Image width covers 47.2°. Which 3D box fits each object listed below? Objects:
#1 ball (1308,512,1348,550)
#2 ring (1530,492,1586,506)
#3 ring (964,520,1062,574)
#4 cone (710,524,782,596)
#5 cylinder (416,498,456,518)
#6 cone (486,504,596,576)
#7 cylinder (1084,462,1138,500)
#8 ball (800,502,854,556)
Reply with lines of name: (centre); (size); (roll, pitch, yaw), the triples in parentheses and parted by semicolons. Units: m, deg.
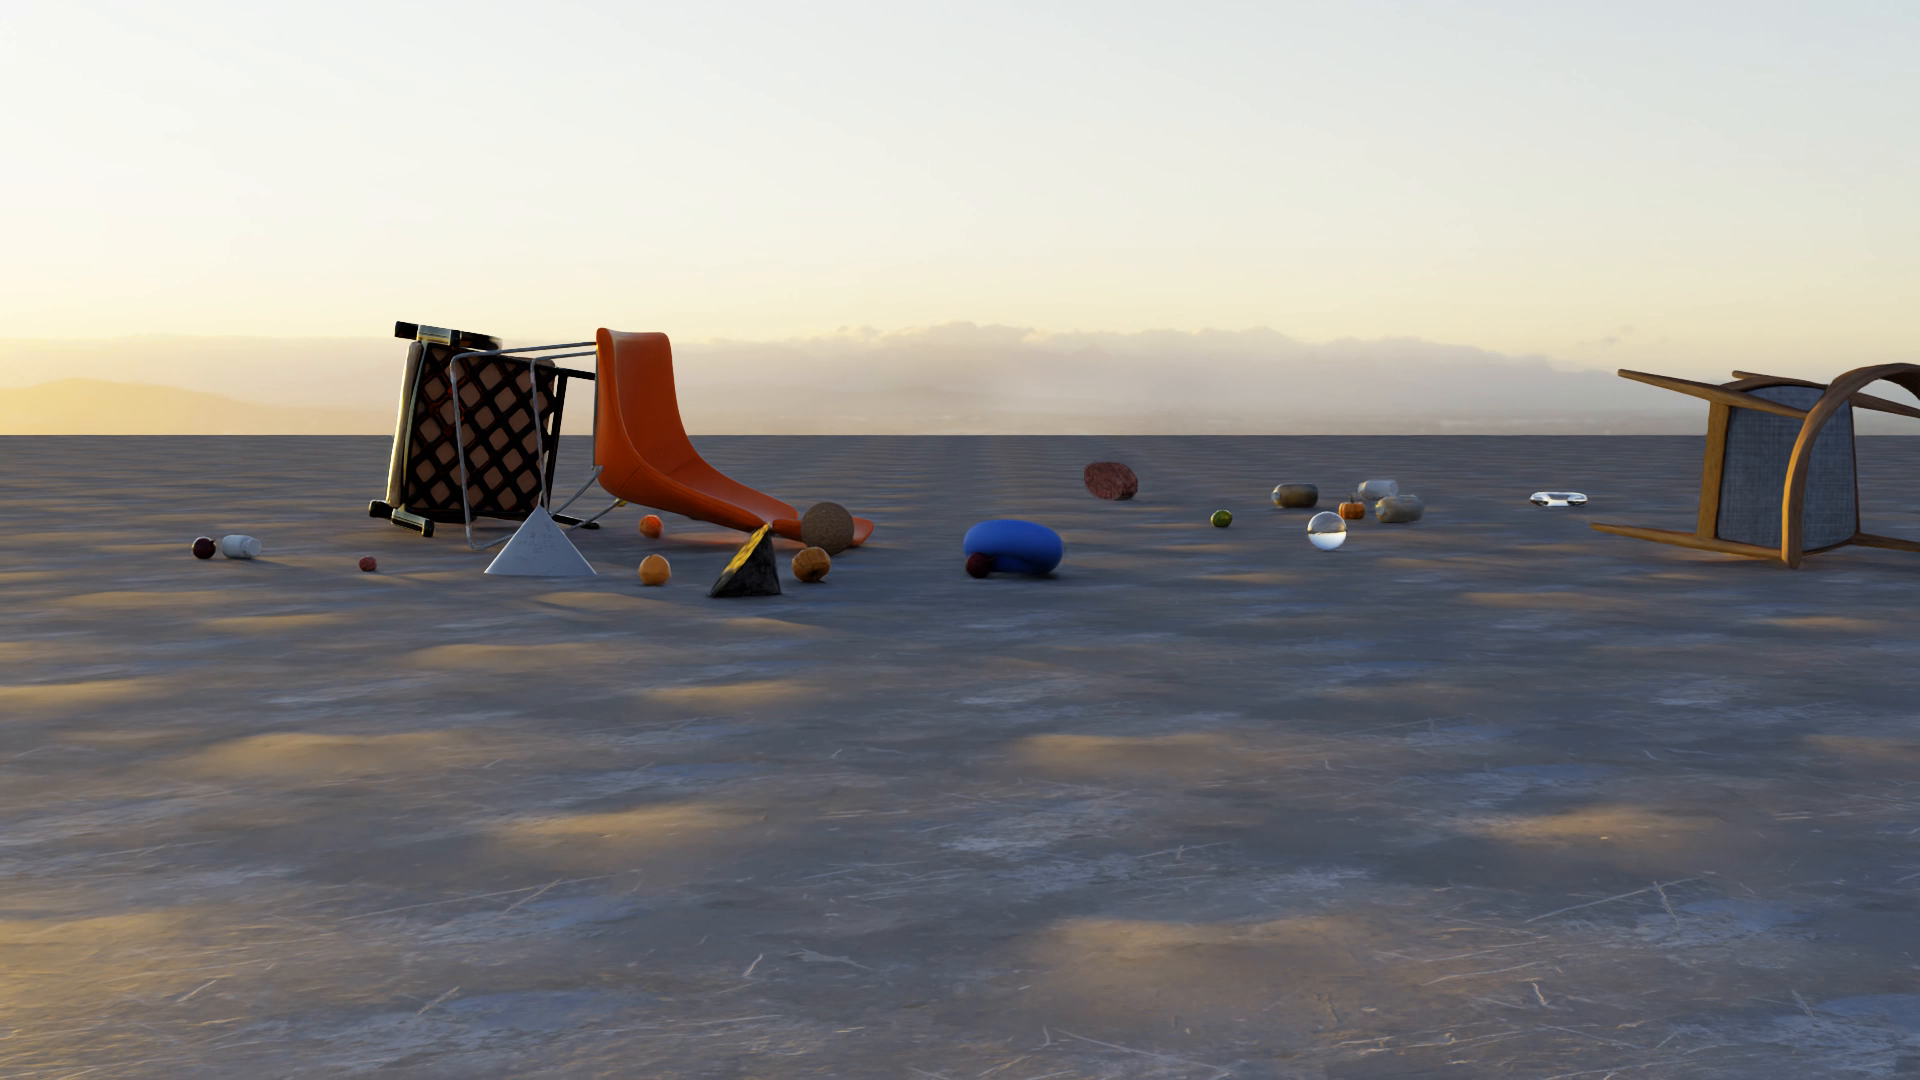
ball: (1.019, -0.024, 6.105); (0.109, 0.109, 0.109); (0, 4, 0)
ring: (2.309, -0.157, 8.484); (0.213, 0.049, 0.207); (1, 3, 12)
ring: (0.127, 0.021, 5.302); (0.225, 0.090, 0.297); (17, -15, -24)
cone: (-0.434, 0.081, 4.792); (0.121, 0.194, 0.232); (40, 27, -10)
cylinder: (-1.839, -0.112, 7.719); (0.130, 0.058, 0.113); (-13, 7, -14)
cone: (-1.024, -0.004, 5.360); (0.291, 0.170, 0.128); (1, 4, 14)
cylinder: (0.615, -0.238, 8.920); (0.191, 0.137, 0.122); (34, 22, 29)
ball: (-0.356, -0.030, 5.913); (0.146, 0.146, 0.146); (0, 4, 0)
